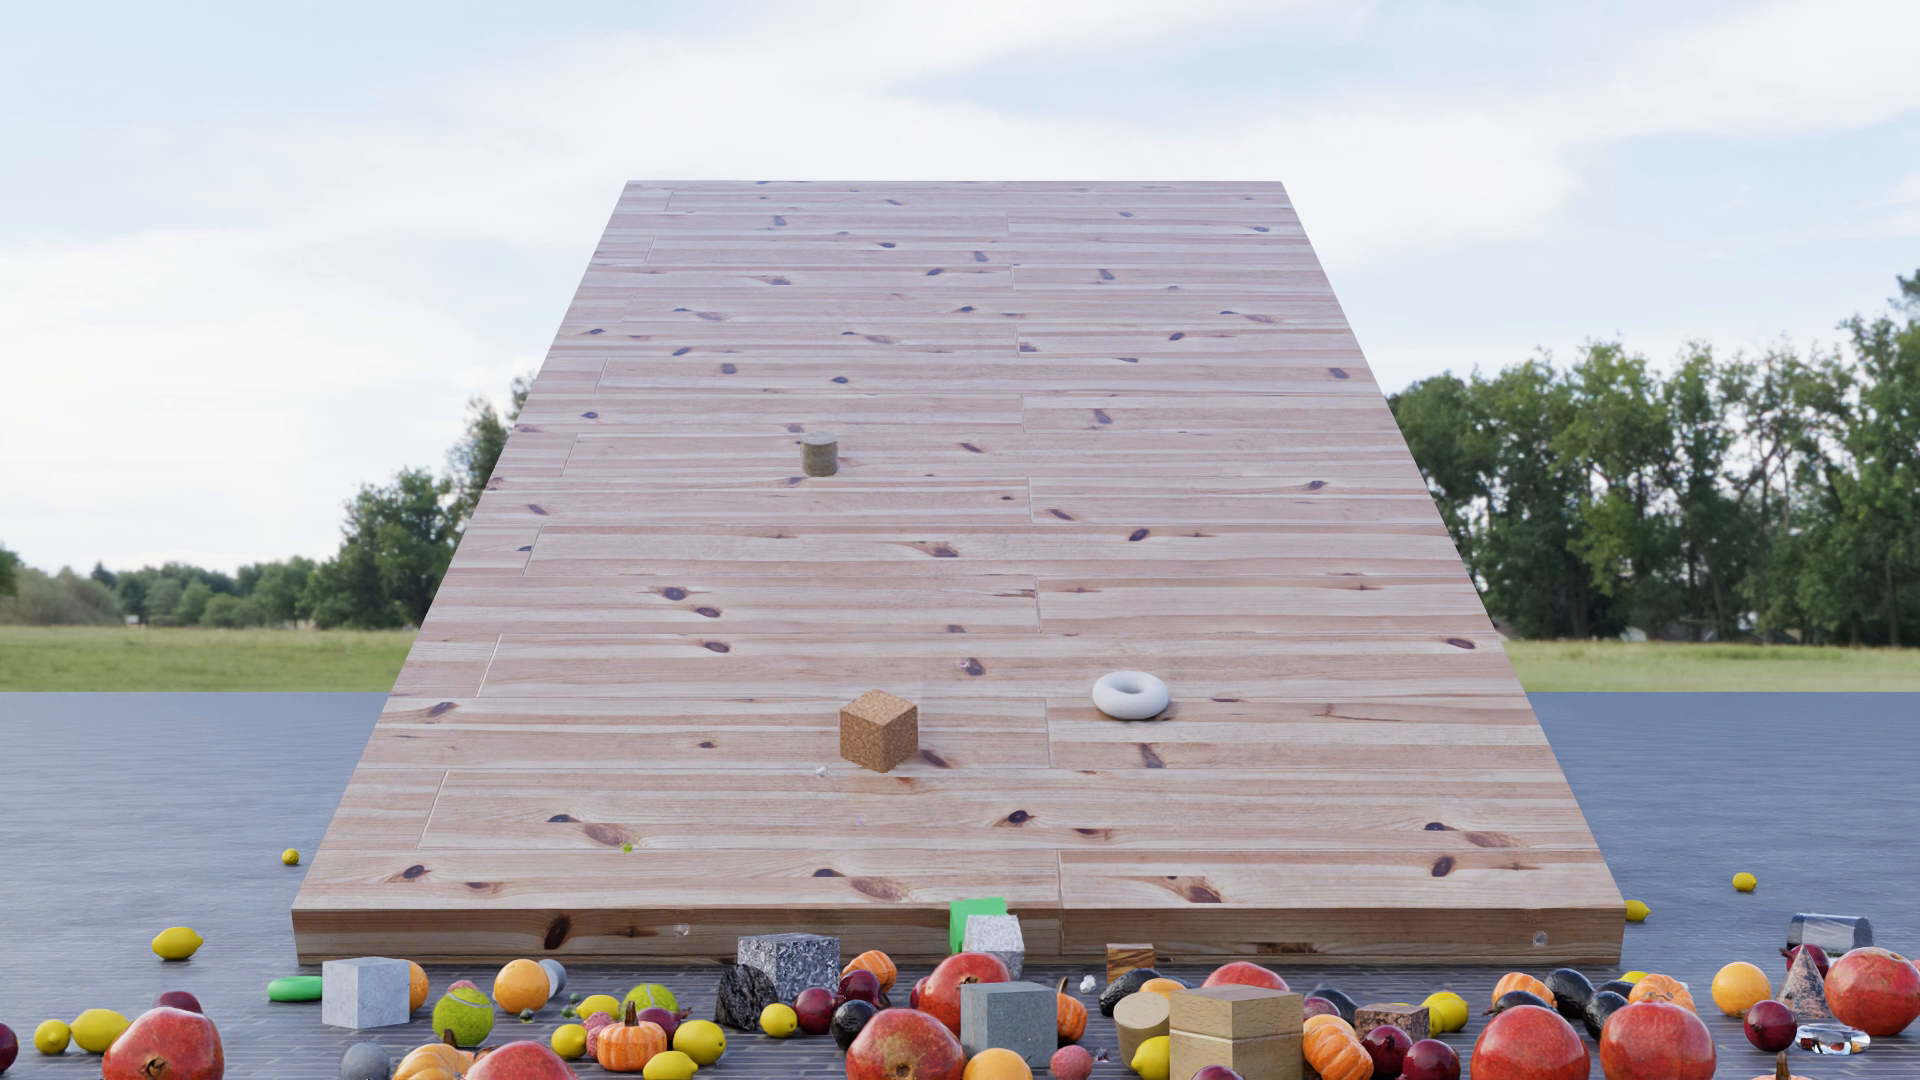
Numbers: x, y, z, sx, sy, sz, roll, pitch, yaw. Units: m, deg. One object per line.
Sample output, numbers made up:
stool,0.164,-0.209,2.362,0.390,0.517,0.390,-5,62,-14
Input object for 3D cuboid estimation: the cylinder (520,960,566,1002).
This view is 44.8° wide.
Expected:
cylinder,-0.561,0.593,3.140,0.050,0.050,0.050,0,-4,4

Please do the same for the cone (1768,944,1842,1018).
cone,1.087,0.564,3.002,0.091,0.091,0.091,0,-4,0

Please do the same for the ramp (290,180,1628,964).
ramp,-0.008,-0.229,5.331,2.000,0.100,4.000,0,24,0

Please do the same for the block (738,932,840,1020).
block,-0.222,0.562,3.013,0.096,0.096,0.096,3,-4,-36

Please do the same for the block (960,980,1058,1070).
block,0.055,0.543,2.615,0.083,0.083,0.083,1,-4,-20

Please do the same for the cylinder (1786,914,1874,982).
cylinder,1.251,0.586,3.353,0.091,0.091,0.091,-3,-5,40

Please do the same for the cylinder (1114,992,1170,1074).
cylinder,0.202,0.537,2.543,0.063,0.063,0.063,-8,27,4

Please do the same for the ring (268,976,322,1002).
ring,-0.890,0.604,3.139,0.082,0.027,0.082,-1,-4,0

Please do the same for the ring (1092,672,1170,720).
ring,0.297,0.270,4.059,0.135,0.045,0.135,1,23,0

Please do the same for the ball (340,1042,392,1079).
ball,-0.617,0.547,2.421,0.051,0.051,0.051,0,-4,0

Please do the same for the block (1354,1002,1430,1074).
block,0.479,0.551,2.583,0.064,0.064,0.064,-2,-4,29

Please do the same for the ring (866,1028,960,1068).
ring,-0.053,0.567,2.603,0.104,0.035,0.104,1,-5,0

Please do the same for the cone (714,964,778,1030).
cone,-0.285,0.584,2.899,0.086,0.086,0.086,3,-31,-41

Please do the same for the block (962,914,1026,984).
block,0.046,0.576,3.271,0.070,0.070,0.070,1,36,-11

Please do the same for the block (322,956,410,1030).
block,-0.744,0.566,2.920,0.076,0.076,0.076,-3,-5,41

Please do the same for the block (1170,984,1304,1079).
block,0.290,0.525,2.449,0.099,0.099,0.099,2,-4,-35

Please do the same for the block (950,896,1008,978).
block,0.030,0.572,3.358,0.077,0.077,0.077,-4,38,-8

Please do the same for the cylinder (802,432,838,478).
cylinder,-0.301,-0.184,5.020,0.075,0.075,0.075,0,24,0

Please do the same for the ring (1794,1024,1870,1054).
ring,1.008,0.576,2.695,0.083,0.028,0.083,1,-4,0

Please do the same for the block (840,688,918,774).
block,-0.135,0.319,3.890,0.092,0.092,0.092,17,30,33

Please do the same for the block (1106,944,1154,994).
block,0.234,0.591,3.214,0.062,0.062,0.062,0,-4,2
